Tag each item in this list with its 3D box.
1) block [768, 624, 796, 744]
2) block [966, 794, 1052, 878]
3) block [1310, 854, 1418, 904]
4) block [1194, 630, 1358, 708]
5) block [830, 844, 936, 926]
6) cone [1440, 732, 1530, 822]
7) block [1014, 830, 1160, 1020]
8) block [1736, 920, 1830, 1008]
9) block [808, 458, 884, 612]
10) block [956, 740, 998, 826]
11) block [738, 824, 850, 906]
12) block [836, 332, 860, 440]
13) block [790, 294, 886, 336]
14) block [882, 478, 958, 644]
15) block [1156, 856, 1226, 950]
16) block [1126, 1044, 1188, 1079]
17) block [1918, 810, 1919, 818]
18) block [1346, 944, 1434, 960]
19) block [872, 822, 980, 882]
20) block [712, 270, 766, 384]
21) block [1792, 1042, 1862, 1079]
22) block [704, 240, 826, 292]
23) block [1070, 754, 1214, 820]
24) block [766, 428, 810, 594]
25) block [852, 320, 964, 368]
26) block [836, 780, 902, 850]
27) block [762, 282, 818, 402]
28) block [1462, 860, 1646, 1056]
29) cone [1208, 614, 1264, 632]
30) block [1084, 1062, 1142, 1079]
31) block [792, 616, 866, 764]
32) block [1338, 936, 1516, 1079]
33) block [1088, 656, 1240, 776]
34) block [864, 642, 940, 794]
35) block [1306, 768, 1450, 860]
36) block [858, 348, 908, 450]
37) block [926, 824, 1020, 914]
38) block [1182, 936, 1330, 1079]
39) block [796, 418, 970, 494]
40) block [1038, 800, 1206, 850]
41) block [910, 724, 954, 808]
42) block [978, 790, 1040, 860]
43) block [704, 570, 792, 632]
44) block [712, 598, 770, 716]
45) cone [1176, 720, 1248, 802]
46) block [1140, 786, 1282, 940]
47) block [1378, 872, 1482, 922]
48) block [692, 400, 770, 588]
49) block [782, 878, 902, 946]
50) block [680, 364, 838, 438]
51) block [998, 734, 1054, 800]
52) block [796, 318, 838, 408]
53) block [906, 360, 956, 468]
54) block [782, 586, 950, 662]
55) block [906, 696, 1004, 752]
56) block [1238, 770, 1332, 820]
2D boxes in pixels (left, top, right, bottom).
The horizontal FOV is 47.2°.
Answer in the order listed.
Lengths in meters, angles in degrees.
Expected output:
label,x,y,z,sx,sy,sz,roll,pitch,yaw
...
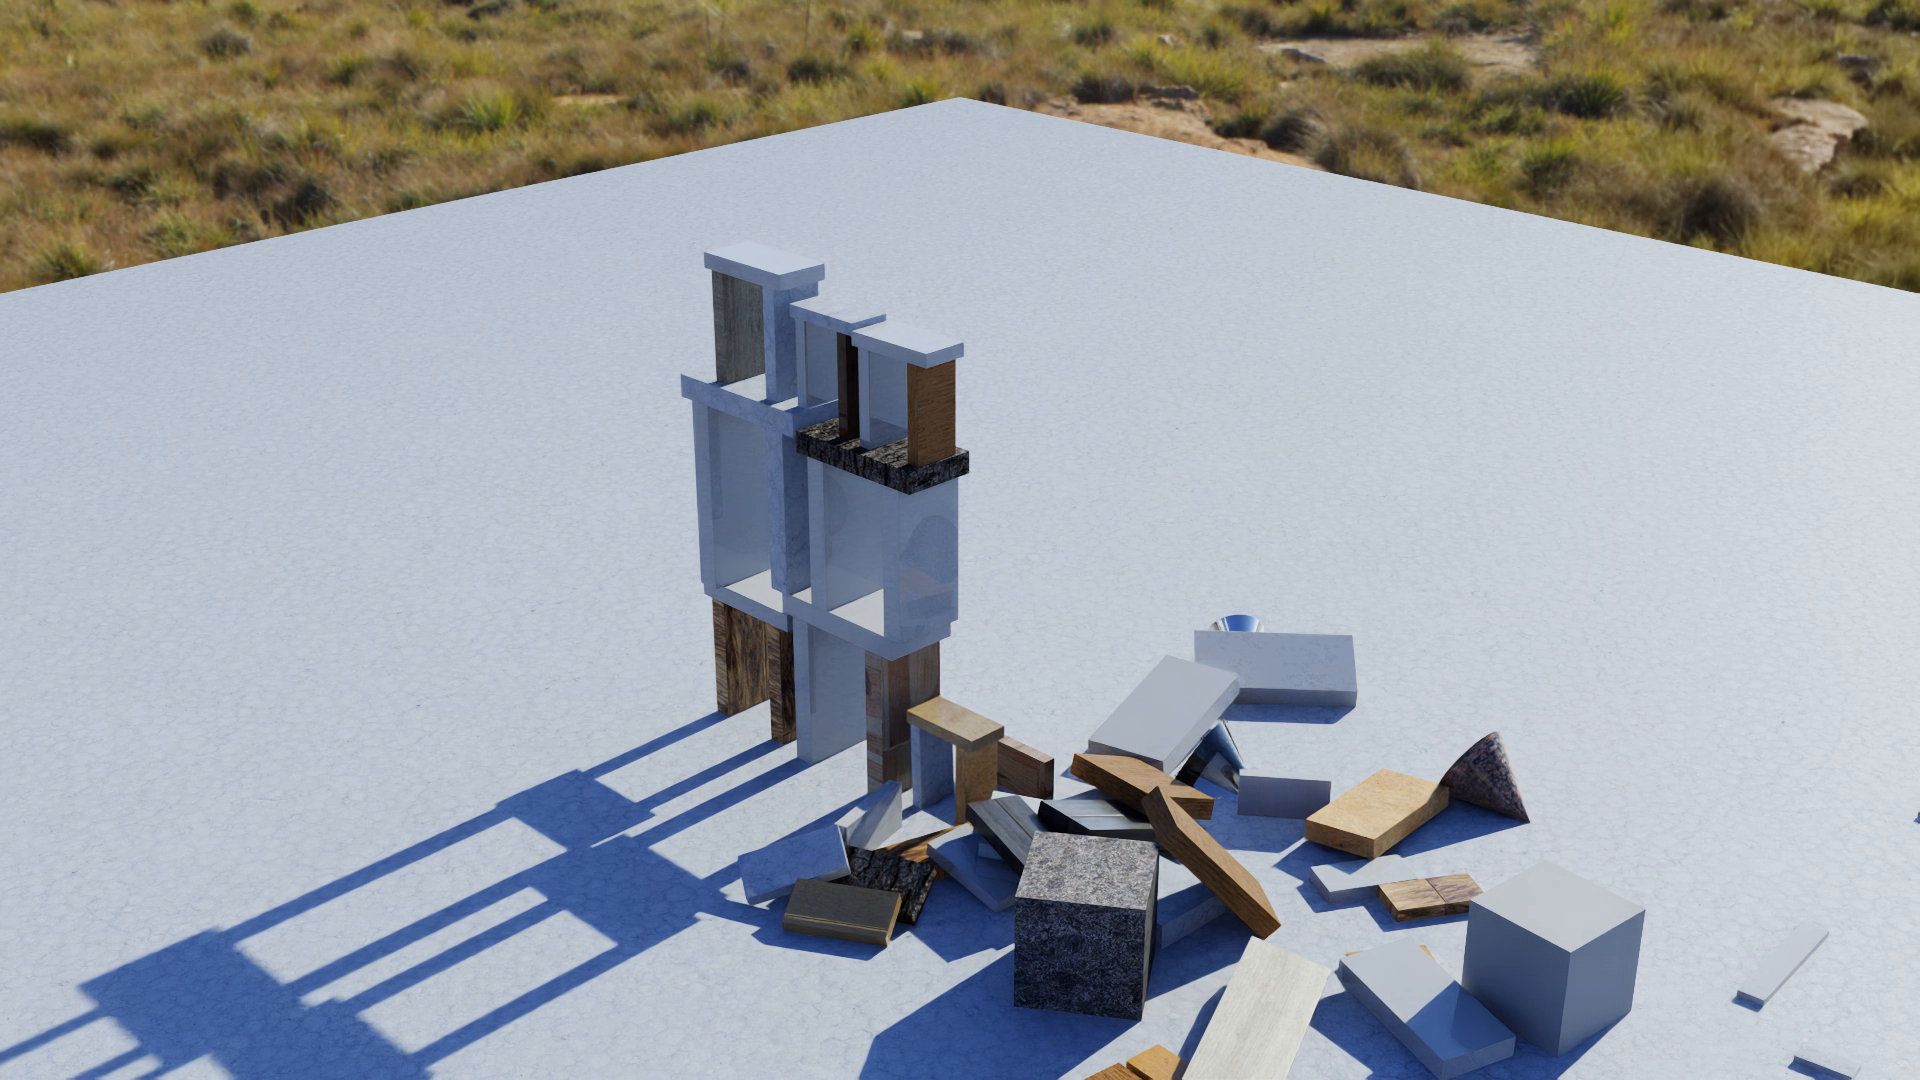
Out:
label,x,y,z,sx,sy,sz,roll,pitch,yaw
block,-0.345,0.288,4.728,0.039,0.275,0.138,21,31,41
block,0.114,0.563,4.182,0.113,0.032,0.226,-6,27,-28
block,0.772,0.647,4.203,0.183,0.026,0.091,-6,24,-14
block,0.706,0.288,4.946,0.357,0.051,0.179,2,42,4
block,-0.169,0.644,4.137,0.226,0.032,0.113,10,54,22
cone,1.094,0.511,4.457,0.175,0.175,0.175,-20,57,-39
block,0.225,0.677,3.879,0.224,0.224,0.224,4,23,10
block,1.481,0.760,3.953,0.048,0.014,0.296,19,29,37
block,-0.230,-0.034,4.462,0.046,0.324,0.162,21,31,40
block,0.033,0.481,4.393,0.026,0.184,0.092,22,31,40
block,-0.314,0.615,4.159,0.200,0.028,0.100,-18,48,0
block,-0.196,-0.312,4.308,0.091,0.217,0.026,-21,31,-40
block,-0.240,-0.440,4.301,0.091,0.026,0.183,-21,31,-40
block,-0.077,0.026,4.321,0.046,0.324,0.162,21,31,41
block,0.308,0.648,4.169,0.179,0.051,0.357,-20,30,-40
block,0.353,0.890,3.636,0.074,0.021,0.149,-18,29,-36
block,1.987,0.551,4.445,0.096,0.014,0.048,-14,27,-29
block,0.775,0.761,3.939,0.148,0.021,0.074,-4,23,-9
block,-0.037,0.612,4.278,0.333,0.032,0.113,-13,26,-28
block,-0.449,-0.449,4.520,0.118,0.236,0.033,-21,31,-41
block,1.451,0.875,3.680,0.096,0.014,0.048,18,29,35
block,-0.394,-0.551,4.417,0.118,0.033,0.236,-21,31,-40
block,0.364,0.495,4.427,0.149,0.042,0.299,7,8,-29
block,-0.311,-0.081,4.535,0.177,0.354,0.050,-21,31,-41
block,-0.100,-0.373,4.177,0.202,0.029,0.101,21,31,40
block,-0.179,0.560,4.314,0.028,0.100,0.200,13,26,28
block,-0.337,-0.405,4.418,0.033,0.236,0.118,21,31,41
block,1.022,0.719,3.801,0.208,0.208,0.208,-18,29,-36
cone,0.642,0.265,5.060,0.133,0.133,0.133,-1,50,-2
block,0.228,0.908,3.594,0.149,0.021,0.074,-17,28,-34
block,-0.271,0.293,4.648,0.165,0.329,0.047,-21,31,-41
block,0.799,0.803,3.784,0.149,0.042,0.299,-12,30,-23
block,0.442,0.379,4.736,0.179,0.051,0.357,14,35,30
block,-0.116,0.354,4.505,0.047,0.329,0.165,21,31,41
block,0.835,0.544,4.390,0.152,0.043,0.304,13,23,38
block,-0.149,-0.285,4.265,0.029,0.202,0.101,21,31,40
block,0.041,0.625,4.196,0.101,0.029,0.202,-22,43,-37
block,0.458,0.871,3.611,0.149,0.042,0.676,21,28,14
block,-0.154,-0.173,4.319,0.324,0.046,0.162,21,31,41
block,0.314,0.553,4.276,0.304,0.043,0.152,5,13,-38
block,-0.056,0.446,4.474,0.092,0.184,0.026,-21,29,-41
block,0.099,0.557,4.266,0.101,0.029,0.202,10,24,5
block,-0.410,0.118,4.727,0.275,0.039,0.138,21,31,41
block,-0.475,0.238,4.848,0.039,0.275,0.138,21,31,41
cone,0.556,0.493,4.495,0.179,0.179,0.179,37,35,14
block,0.460,0.593,4.038,0.043,0.304,0.152,-42,23,9
block,0.890,0.673,4.142,0.183,0.026,0.091,-5,24,-12
block,-0.478,-0.117,4.700,0.050,0.415,0.177,21,31,41
block,-0.218,0.687,4.058,0.200,0.028,0.100,6,47,14
block,-0.394,-0.299,4.533,0.354,0.050,0.177,21,31,40
block,0.110,0.464,4.536,0.029,0.101,0.203,-21,31,-40
block,-0.283,-0.361,4.382,0.091,0.183,0.026,-21,31,-41
block,-0.054,-0.248,4.178,0.029,0.202,0.101,21,31,40
block,-0.193,0.150,4.503,0.165,0.047,0.329,-21,31,-41
block,-0.010,0.367,4.391,0.184,0.026,0.092,21,31,40
block,0.653,0.514,4.432,0.183,0.091,0.026,3,23,7
